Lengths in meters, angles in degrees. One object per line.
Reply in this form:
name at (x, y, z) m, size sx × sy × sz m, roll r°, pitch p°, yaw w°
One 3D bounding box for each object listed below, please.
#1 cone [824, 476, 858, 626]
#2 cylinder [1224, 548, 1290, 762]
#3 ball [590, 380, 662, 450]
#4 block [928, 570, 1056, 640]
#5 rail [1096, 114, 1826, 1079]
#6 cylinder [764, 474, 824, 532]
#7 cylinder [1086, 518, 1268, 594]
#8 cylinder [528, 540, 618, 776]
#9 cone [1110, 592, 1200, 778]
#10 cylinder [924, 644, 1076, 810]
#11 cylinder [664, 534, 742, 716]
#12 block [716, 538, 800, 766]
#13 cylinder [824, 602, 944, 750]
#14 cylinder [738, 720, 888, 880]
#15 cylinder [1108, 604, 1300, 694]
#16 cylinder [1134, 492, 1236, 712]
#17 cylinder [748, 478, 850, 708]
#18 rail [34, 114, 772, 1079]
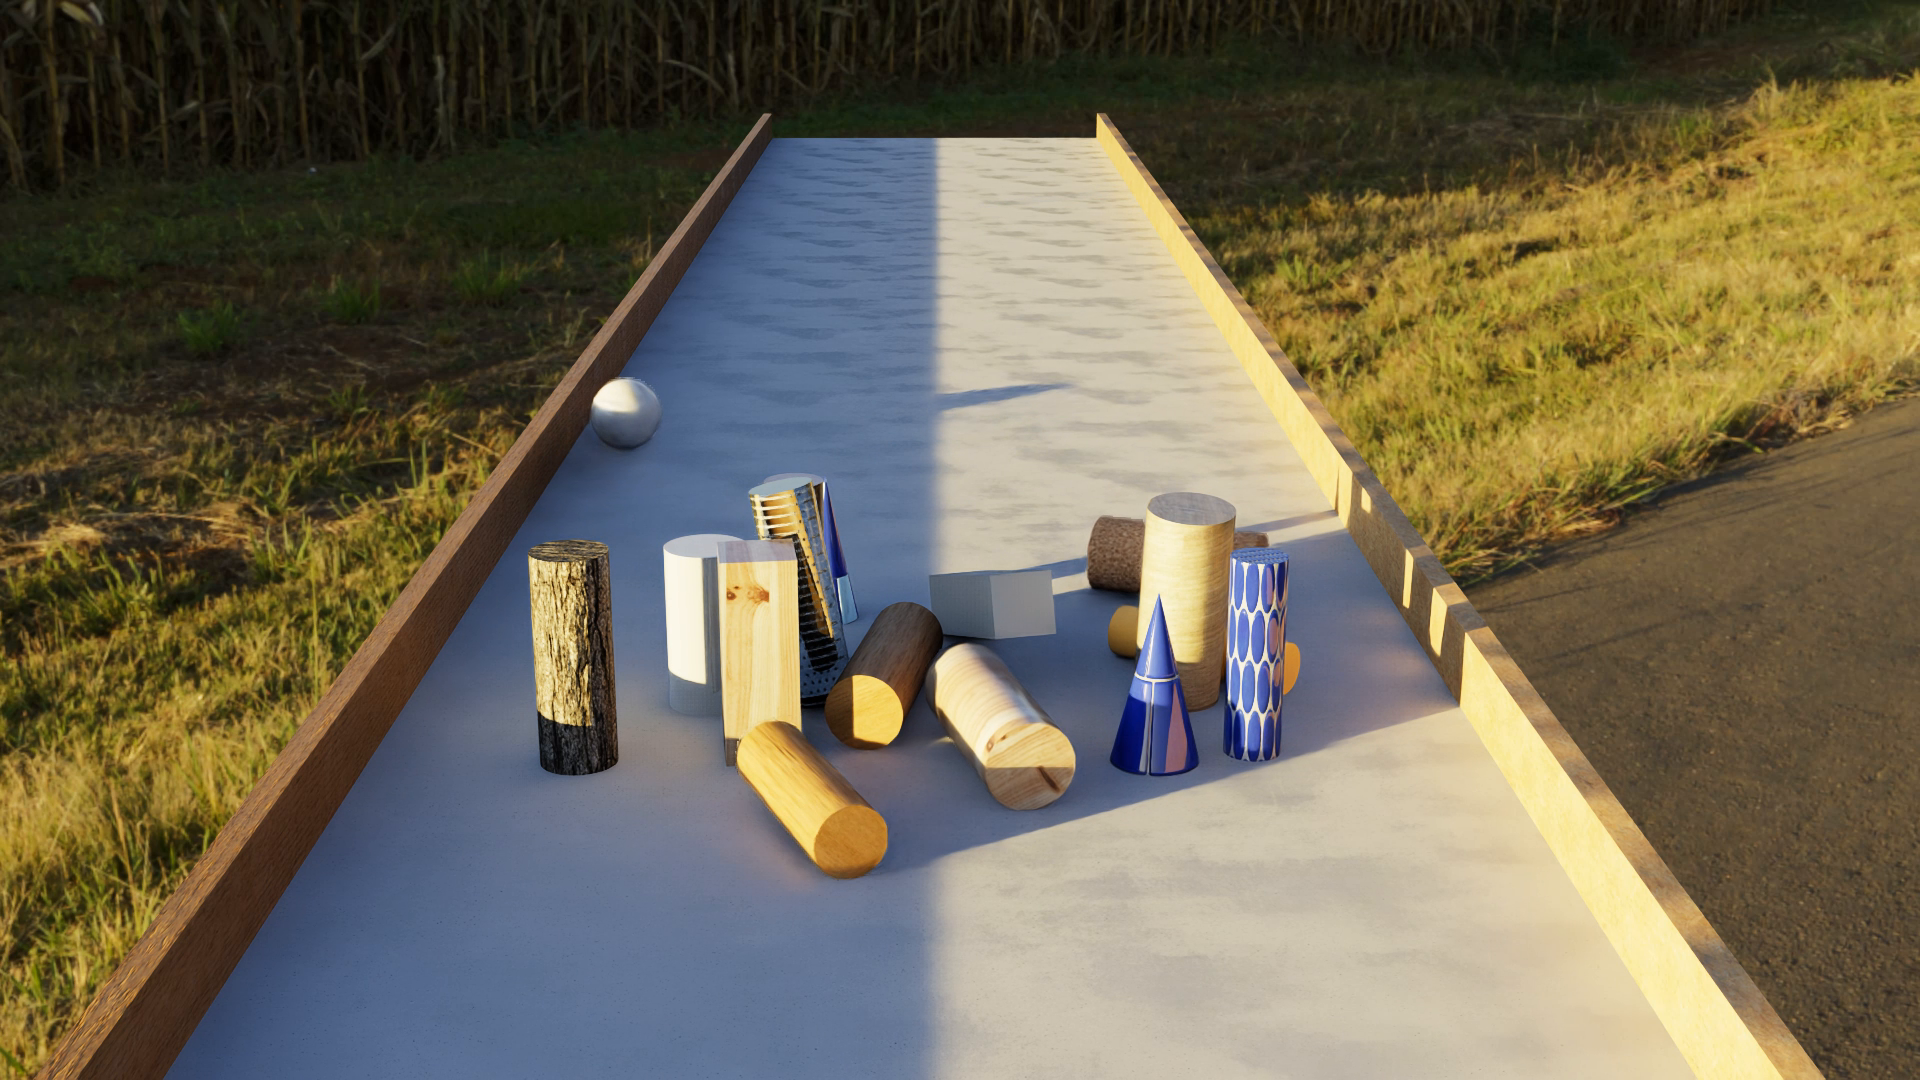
cone at (-0.281, 0.014, 4.633) m, size 0.132 × 0.311 × 0.132 m, roll 0°, pitch 17°, yaw 0°
cylinder at (0.525, 0.203, 3.901) m, size 0.103 × 0.366 × 0.103 m, roll 0°, pitch 17°, yaw 0°
ball at (-0.920, -0.346, 6.050) m, size 0.193 × 0.193 × 0.193 m, roll 0°, pitch 17°, yaw 0°
block at (0.059, 0.125, 4.375) m, size 0.121 × 0.121 × 0.448 m, roll -5°, pitch 0°, yaw -16°
rail at (0.932, -0.844, 7.801) m, size 0.050 × 0.150 × 12.000 m, roll 0°, pitch 17°, yaw -1°
cylinder at (-0.326, 0.062, 4.365) m, size 0.116 × 0.373 × 0.116 m, roll 0°, pitch 17°, yaw 0°
cylinder at (0.475, 0.048, 4.786) m, size 0.365 × 0.159 × 0.159 m, roll 7°, pitch 18°, yaw 21°
cylinder at (-0.676, 0.205, 3.853) m, size 0.138 × 0.390 × 0.138 m, roll 0°, pitch 17°, yaw 0°
cone at (0.346, 0.240, 3.866) m, size 0.160 × 0.315 × 0.160 m, roll 0°, pitch 17°, yaw 0°
cylinder at (0.064, 0.322, 3.868) m, size 0.157 × 0.157 × 0.417 m, roll -4°, pitch 17°, yaw -14°
cylinder at (-0.475, 0.159, 4.148) m, size 0.155 × 0.310 × 0.155 m, roll 0°, pitch 17°, yaw 0°
block at (-0.356, 0.199, 3.900) m, size 0.133 × 0.375 × 0.133 m, roll -2°, pitch 17°, yaw -8°
cylinder at (-0.138, 0.250, 4.137) m, size 0.143 × 0.143 × 0.426 m, roll 3°, pitch 17°, yaw 9°
cylinder at (-0.246, 0.420, 3.599) m, size 0.124 × 0.124 × 0.395 m, roll -7°, pitch 18°, yaw -22°
cylinder at (0.477, 0.214, 4.328) m, size 0.380 × 0.102 × 0.102 m, roll 12°, pitch 21°, yaw 36°
cylinder at (0.420, 0.117, 4.134) m, size 0.165 × 0.381 × 0.165 m, roll 2°, pitch 23°, yaw -1°
cylinder at (-0.295, 0.099, 4.133) m, size 0.120 × 0.418 × 0.120 m, roll -10°, pitch 13°, yaw 2°
rail at (-1.118, -0.838, 7.780) m, size 0.050 × 0.150 × 12.000 m, roll 0°, pitch 17°, yaw -1°
